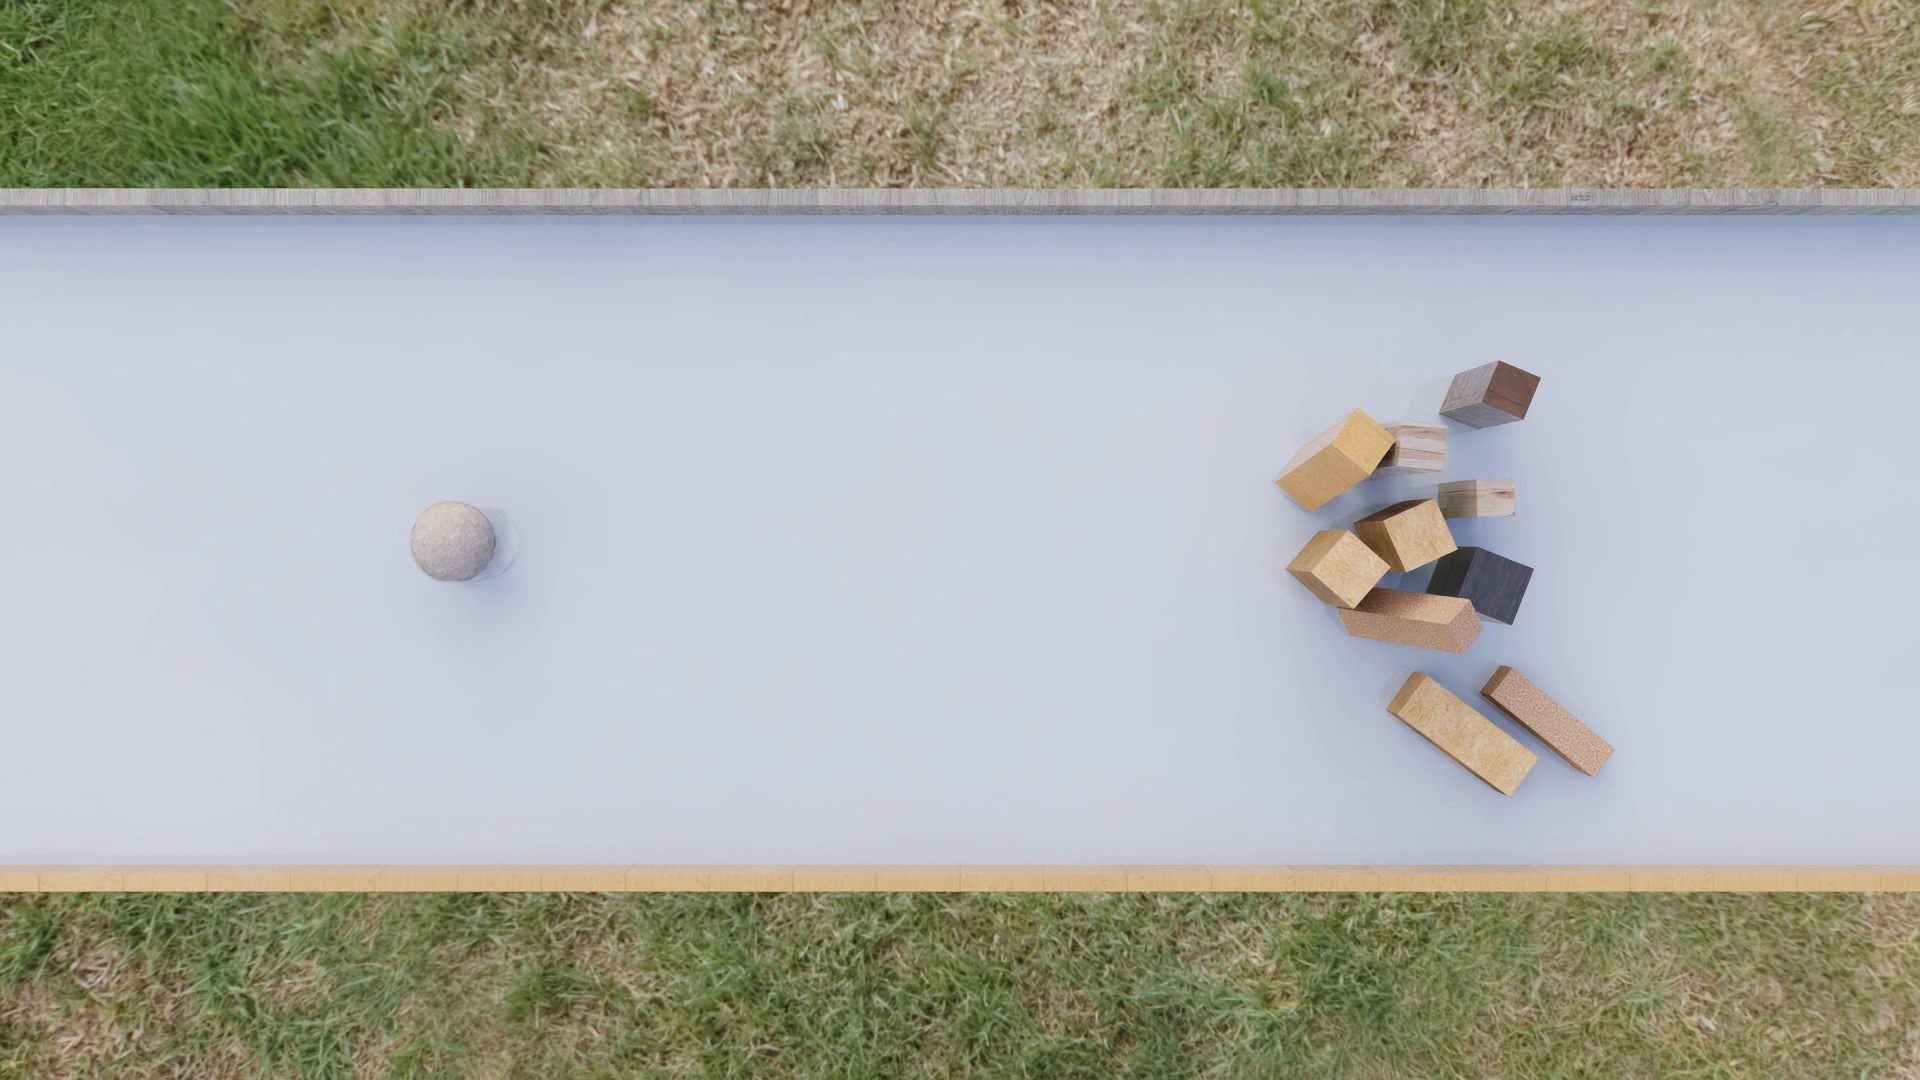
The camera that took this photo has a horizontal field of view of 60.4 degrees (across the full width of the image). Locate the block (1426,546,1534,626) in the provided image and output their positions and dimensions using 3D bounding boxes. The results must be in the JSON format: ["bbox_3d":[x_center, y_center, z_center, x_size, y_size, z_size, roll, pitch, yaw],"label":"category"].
[{"bbox_3d":[1.538,0.133,4.910,0.175,0.333,0.175,21,90,0],"label":"block"}]

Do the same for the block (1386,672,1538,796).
[{"bbox_3d":[1.520,0.586,5.003,0.417,0.147,0.147,37,90,0],"label":"block"}]

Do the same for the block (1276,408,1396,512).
[{"bbox_3d":[1.099,-0.231,4.855,0.142,0.419,0.142,39,72,0],"label":"block"}]

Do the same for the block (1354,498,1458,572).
[{"bbox_3d":[1.319,-0.013,4.905,0.162,0.342,0.162,-24,90,-1],"label":"block"}]

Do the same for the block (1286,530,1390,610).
[{"bbox_3d":[1.106,0.083,4.859,0.158,0.429,0.158,42,91,1],"label":"block"}]

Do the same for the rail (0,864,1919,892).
[{"bbox_3d":[-2.247,1.025,5.001,12.000,0.150,0.050,0,90,0],"label":"rail"}]

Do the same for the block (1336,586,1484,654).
[{"bbox_3d":[1.319,0.231,4.857,0.111,0.423,0.111,-42,116,-23],"label":"block"}]

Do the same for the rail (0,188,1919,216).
[{"bbox_3d":[-2.247,-1.025,5.002,12.000,0.150,0.050,0,90,0],"label":"rail"}]

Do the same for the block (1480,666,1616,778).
[{"bbox_3d":[1.788,0.550,5.023,0.398,0.108,0.108,38,90,0],"label":"block"}]

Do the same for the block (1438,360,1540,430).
[{"bbox_3d":[1.558,-0.424,4.868,0.129,0.417,0.129,23,90,0],"label":"block"}]

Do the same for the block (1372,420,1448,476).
[{"bbox_3d":[1.288,-0.268,4.861,0.130,0.421,0.130,7,90,-5],"label":"block"}]

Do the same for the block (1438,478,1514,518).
[{"bbox_3d":[1.525,-0.121,4.885,0.107,0.382,0.107,-1,90,0],"label":"block"}]

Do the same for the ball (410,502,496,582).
[{"bbox_3d":[-1.523,0.006,4.954,0.244,0.244,0.244,0,90,0],"label":"ball"}]
